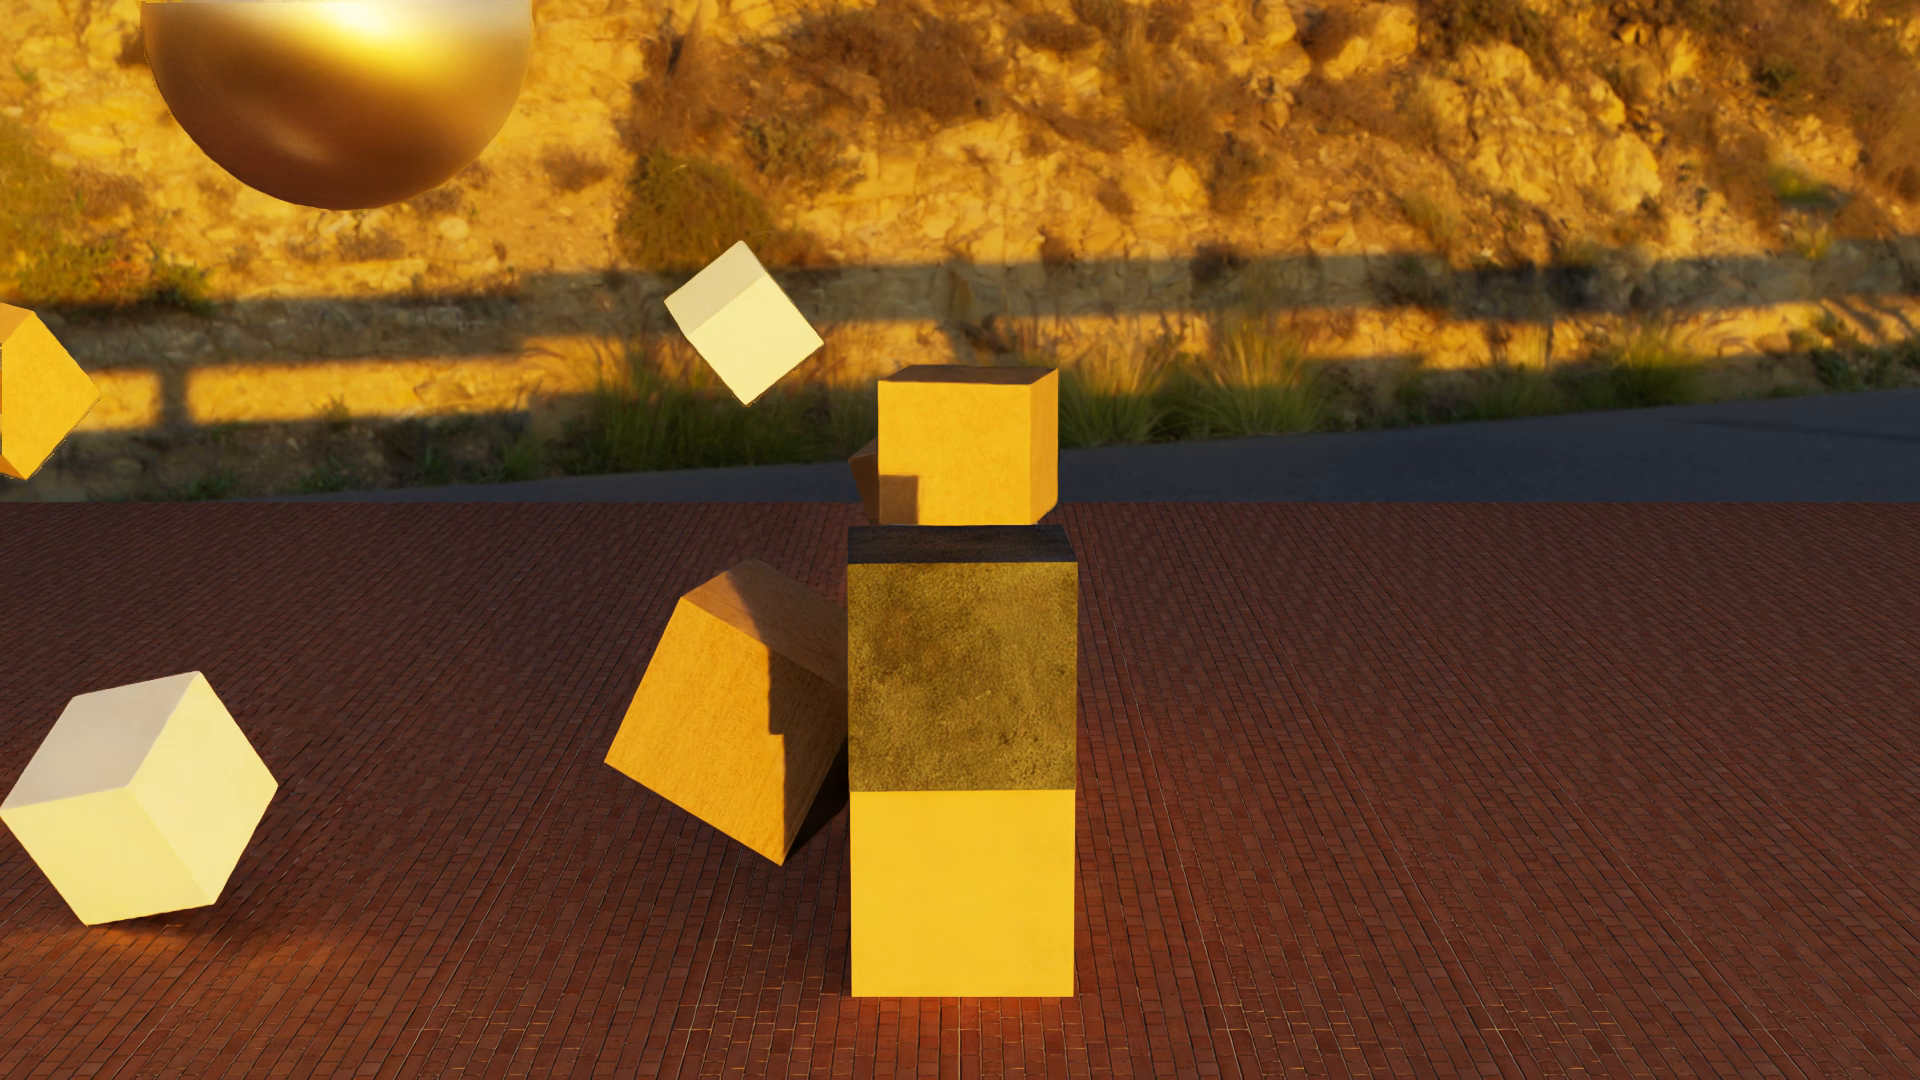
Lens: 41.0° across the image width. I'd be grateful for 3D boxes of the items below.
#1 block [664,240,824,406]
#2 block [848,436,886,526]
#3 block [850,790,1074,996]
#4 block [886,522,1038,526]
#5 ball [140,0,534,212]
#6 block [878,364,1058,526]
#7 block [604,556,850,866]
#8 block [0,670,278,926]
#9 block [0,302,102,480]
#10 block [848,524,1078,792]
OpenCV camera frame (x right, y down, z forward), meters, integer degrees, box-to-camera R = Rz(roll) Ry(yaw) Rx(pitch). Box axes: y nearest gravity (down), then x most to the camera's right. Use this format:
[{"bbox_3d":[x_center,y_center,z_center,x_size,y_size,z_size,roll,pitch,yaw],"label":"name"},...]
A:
[{"bbox_3d":[-1.050,-1.057,12.450,0.487,0.492,0.432,-38,35,2],"label":"block"},{"bbox_3d":[-0.095,-0.299,13.444,0.647,0.602,0.572,-10,17,29],"label":"block"},{"bbox_3d":[0.010,1.266,10.205,0.853,0.858,0.803,0,10,0],"label":"block"},{"bbox_3d":[-0.013,0.233,11.627,0.686,0.544,0.664,1,10,5],"label":"block"},{"bbox_3d":[-2.603,-2.189,10.782,1.600,1.600,1.600,0,10,0],"label":"ball"},{"bbox_3d":[0.047,-0.448,12.003,0.707,0.657,0.675,2,11,13],"label":"block"},{"bbox_3d":[-0.829,0.710,10.962,0.871,0.816,0.839,29,18,8],"label":"block"},{"bbox_3d":[-3.408,1.076,10.690,0.655,0.666,0.710,-12,34,20],"label":"block"},{"bbox_3d":[-3.657,-0.584,9.686,0.462,0.460,0.449,14,59,33],"label":"block"},{"bbox_3d":[-0.005,0.440,9.922,0.850,0.869,0.804,0,10,-2],"label":"block"}]
